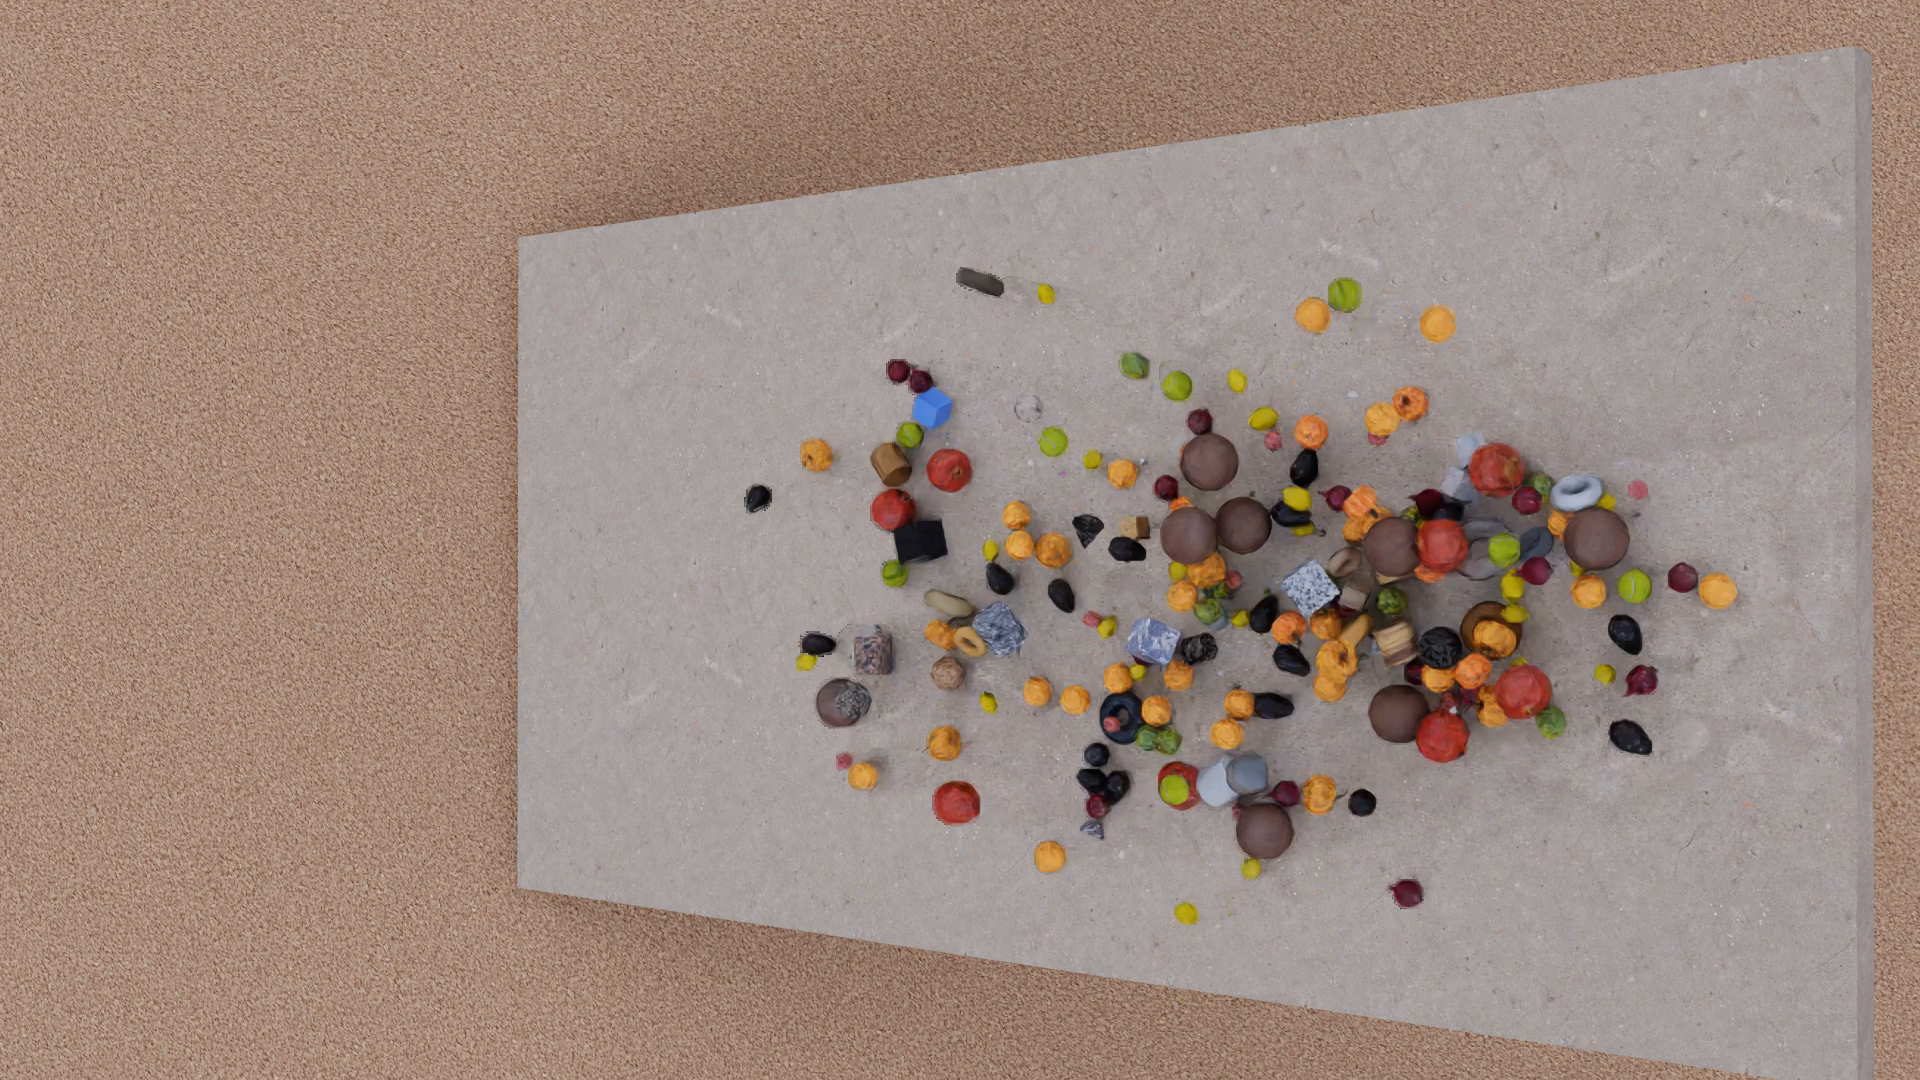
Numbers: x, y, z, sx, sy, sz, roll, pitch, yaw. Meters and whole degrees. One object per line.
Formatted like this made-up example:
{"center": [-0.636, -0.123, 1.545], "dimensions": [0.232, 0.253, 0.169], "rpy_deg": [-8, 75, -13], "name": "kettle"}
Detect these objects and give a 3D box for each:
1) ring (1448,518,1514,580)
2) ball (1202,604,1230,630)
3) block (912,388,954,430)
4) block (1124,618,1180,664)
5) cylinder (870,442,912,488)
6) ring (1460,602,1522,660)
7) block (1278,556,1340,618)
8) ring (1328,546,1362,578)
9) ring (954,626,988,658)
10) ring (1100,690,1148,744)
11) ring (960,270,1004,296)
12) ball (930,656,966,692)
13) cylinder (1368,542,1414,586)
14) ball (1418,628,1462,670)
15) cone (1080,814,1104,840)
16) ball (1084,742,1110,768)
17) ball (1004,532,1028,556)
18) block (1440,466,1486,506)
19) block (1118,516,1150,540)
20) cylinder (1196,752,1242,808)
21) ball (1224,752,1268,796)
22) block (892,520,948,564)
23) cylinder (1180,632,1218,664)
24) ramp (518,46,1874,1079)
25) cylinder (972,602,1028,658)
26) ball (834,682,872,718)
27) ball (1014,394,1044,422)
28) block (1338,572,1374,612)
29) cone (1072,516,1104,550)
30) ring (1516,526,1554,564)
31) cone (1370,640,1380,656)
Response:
{"center": [1.099, 0.018, 4.646], "dimensions": [0.143, 0.048, 0.143], "rpy_deg": [-13, 61, 25], "name": "ring"}
{"center": [0.591, 0.179, 5.080], "dimensions": [0.062, 0.062, 0.062], "rpy_deg": [0, 90, 0], "name": "ball"}
{"center": [-0.070, -0.336, 5.626], "dimensions": [0.066, 0.066, 0.066], "rpy_deg": [35, 133, 22], "name": "block"}
{"center": [0.446, 0.235, 5.101], "dimensions": [0.082, 0.082, 0.082], "rpy_deg": [26, 78, -19], "name": "block"}
{"center": [-0.179, -0.195, 5.716], "dimensions": [0.084, 0.084, 0.084], "rpy_deg": [-31, 62, 0], "name": "cylinder"}
{"center": [1.123, 0.193, 4.652], "dimensions": [0.128, 0.043, 0.128], "rpy_deg": [3, 98, 21], "name": "ring"}
{"center": [0.769, 0.103, 4.845], "dimensions": [0.093, 0.093, 0.093], "rpy_deg": [-37, 90, 6], "name": "block"}
{"center": [0.840, 0.049, 4.795], "dimensions": [0.083, 0.083, 0.028], "rpy_deg": [-31, 52, 0], "name": "ring"}
{"center": [0.027, 0.255, 5.521], "dimensions": [0.094, 0.094, 0.031], "rpy_deg": [40, 50, 0], "name": "ring"}
{"center": [0.392, 0.426, 5.277], "dimensions": [0.131, 0.044, 0.131], "rpy_deg": [0, 91, 39], "name": "ring"}
{"center": [0.054, -0.641, 5.477], "dimensions": [0.121, 0.121, 0.040], "rpy_deg": [20, 93, 0], "name": "ring"}
{"center": [-0.030, 0.341, 5.600], "dimensions": [0.088, 0.088, 0.088], "rpy_deg": [0, 90, 0], "name": "ball"}
{"center": [0.941, 0.053, 4.797], "dimensions": [0.079, 0.079, 0.079], "rpy_deg": [-16, 80, 0], "name": "cylinder"}
{"center": [1.015, 0.229, 4.645], "dimensions": [0.090, 0.090, 0.090], "rpy_deg": [0, 90, 0], "name": "ball"}
{"center": [0.332, 0.709, 5.335], "dimensions": [0.059, 0.059, 0.059], "rpy_deg": [-39, 95, 0], "name": "cone"}
{"center": [0.331, 0.519, 5.316], "dimensions": [0.060, 0.060, 0.060], "rpy_deg": [0, 90, 0], "name": "ball"}
{"center": [0.141, 0.008, 5.477], "dimensions": [0.060, 0.060, 0.060], "rpy_deg": [0, 90, 0], "name": "ball"}
{"center": [1.071, -0.117, 4.685], "dimensions": [0.057, 0.057, 0.057], "rpy_deg": [20, 102, -22], "name": "block"}
{"center": [0.416, -0.028, 5.254], "dimensions": [0.052, 0.052, 0.052], "rpy_deg": [-10, 84, 39], "name": "block"}
{"center": [0.610, 0.551, 5.048], "dimensions": [0.097, 0.097, 0.097], "rpy_deg": [49, 132, 0], "name": "cylinder"}
{"center": [0.646, 0.526, 4.951], "dimensions": [0.098, 0.098, 0.098], "rpy_deg": [0, 90, 0], "name": "ball"}
{"center": [-0.102, 0.005, 5.652], "dimensions": [0.090, 0.090, 0.090], "rpy_deg": [-3, 78, -44], "name": "block"}
{"center": [0.557, 0.254, 5.128], "dimensions": [0.062, 0.062, 0.062], "rpy_deg": [-19, 90, 38], "name": "cylinder"}
{"center": [0.209, 0.061, 5.524], "dimensions": [4.000, 0.100, 2.000], "rpy_deg": [0, 90, 40], "name": "ramp"}
{"center": [0.098, 0.218, 5.376], "dimensions": [0.097, 0.097, 0.097], "rpy_deg": [-37, 112, 0], "name": "cylinder"}
{"center": [-0.271, 0.407, 5.576], "dimensions": [0.093, 0.093, 0.093], "rpy_deg": [0, 90, 0], "name": "ball"}
{"center": [0.168, -0.323, 5.379], "dimensions": [0.070, 0.070, 0.070], "rpy_deg": [0, 90, 0], "name": "ball"}
{"center": [0.871, 0.114, 4.830], "dimensions": [0.054, 0.054, 0.054], "rpy_deg": [23, 134, 14], "name": "block"}
{"center": [0.299, -0.007, 5.206], "dimensions": [0.076, 0.076, 0.076], "rpy_deg": [5, 124, 0], "name": "cone"}
{"center": [1.197, 0.010, 4.579], "dimensions": [0.030, 0.091, 0.091], "rpy_deg": [40, 90, -23], "name": "ring"}
{"center": [0.944, 0.229, 4.825], "dimensions": [0.072, 0.072, 0.072], "rpy_deg": [13, 90, 13], "name": "cone"}
